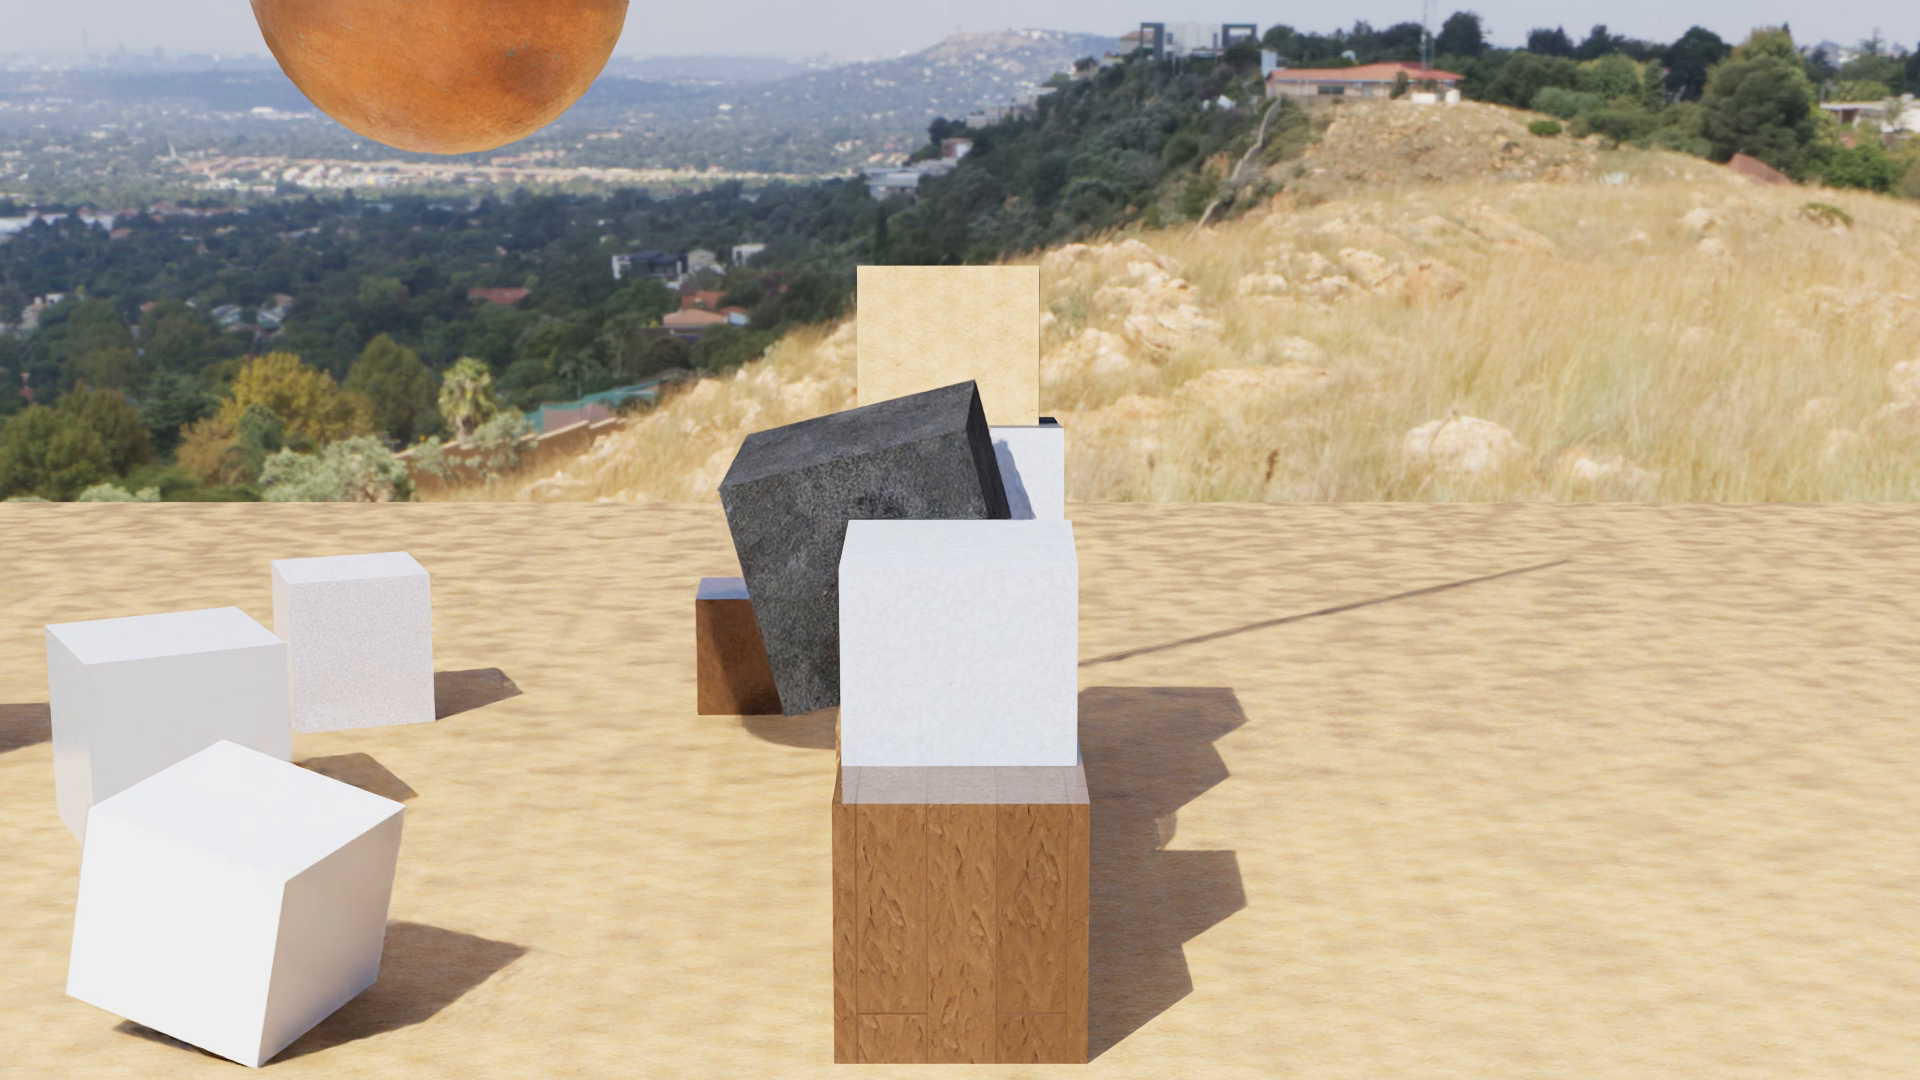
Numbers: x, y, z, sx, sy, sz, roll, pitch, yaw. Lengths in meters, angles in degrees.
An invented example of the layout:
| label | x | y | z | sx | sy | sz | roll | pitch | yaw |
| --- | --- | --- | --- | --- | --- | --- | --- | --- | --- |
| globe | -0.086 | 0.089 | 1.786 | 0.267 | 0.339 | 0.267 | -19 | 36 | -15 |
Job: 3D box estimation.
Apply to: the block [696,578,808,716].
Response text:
| label | x | y | z | sx | sy | sz | roll | pitch | yaw |
| --- | --- | --- | --- | --- | --- | --- | --- | --- | --- |
| block | -1.161 | 0.591 | 14.475 | 0.613 | 0.658 | 0.619 | 0 | 10 | -2 |

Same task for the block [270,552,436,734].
| label | x | y | z | sx | sy | sz | roll | pitch | yaw |
| --- | --- | --- | --- | --- | --- | --- | --- | --- | --- |
| block | -3.366 | 0.554 | 14.213 | 0.750 | 0.824 | 0.725 | -4 | 11 | -22 |

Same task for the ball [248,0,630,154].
| label | x | y | z | sx | sy | sz | roll | pitch | yaw |
| --- | --- | --- | --- | --- | --- | --- | --- | --- | --- |
| ball | -2.174 | -2.421 | 10.740 | 1.600 | 1.600 | 1.600 | 0 | 10 | 0 |

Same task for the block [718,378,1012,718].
| label | x | y | z | sx | sy | sz | roll | pitch | yaw |
| --- | --- | --- | --- | --- | --- | --- | --- | --- | --- |
| block | -0.321 | 0.018 | 10.608 | 1.008 | 0.984 | 0.904 | -13 | 15 | 7 |

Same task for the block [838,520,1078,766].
| label | x | y | z | sx | sy | sz | roll | pitch | yaw |
| --- | --- | --- | --- | --- | --- | --- | --- | --- | --- |
| block | -0.002 | 0.380 | 9.811 | 0.873 | 0.758 | 0.761 | 0 | 14 | 0 |

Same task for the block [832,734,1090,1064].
| label | x | y | z | sx | sy | sz | roll | pitch | yaw |
| --- | --- | --- | --- | --- | --- | --- | --- | --- | --- |
| block | 0.003 | 1.319 | 9.603 | 0.910 | 0.968 | 0.966 | 0 | 10 | 0 |

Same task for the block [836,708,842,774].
| label | x | y | z | sx | sy | sz | roll | pitch | yaw |
| --- | --- | --- | --- | --- | --- | --- | --- | --- | --- |
| block | -0.018 | 1.141 | 10.501 | 0.933 | 0.998 | 0.845 | 0 | 10 | 0 |

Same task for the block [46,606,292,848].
| label | x | y | z | sx | sy | sz | roll | pitch | yaw |
| --- | --- | --- | --- | --- | --- | --- | --- | --- | --- |
| block | -3.713 | 0.895 | 12.047 | 0.894 | 0.929 | 0.946 | -6 | 12 | -29 |

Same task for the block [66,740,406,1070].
| label | x | y | z | sx | sy | sz | roll | pitch | yaw |
| --- | --- | --- | --- | --- | --- | --- | --- | --- | --- |
| block | -2.677 | 1.330 | 9.530 | 0.807 | 0.754 | 0.828 | 17 | 18 | 14 |

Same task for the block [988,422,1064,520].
| label | x | y | z | sx | sy | sz | roll | pitch | yaw |
| --- | --- | --- | --- | --- | --- | --- | --- | --- | --- |
| block | 0.011 | -0.080 | 11.595 | 0.886 | 0.874 | 0.856 | 0 | 4 | 0 |

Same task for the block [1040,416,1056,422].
| label | x | y | z | sx | sy | sz | roll | pitch | yaw |
| --- | --- | --- | --- | --- | --- | --- | --- | --- | --- |
| block | 0.011 | -0.119 | 12.502 | 0.915 | 0.926 | 0.944 | 0 | 5 | 0 |

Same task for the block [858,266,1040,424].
| label | x | y | z | sx | sy | sz | roll | pitch | yaw |
| --- | --- | --- | --- | --- | --- | --- | --- | --- | --- |
| block | -0.039 | -0.914 | 12.079 | 0.824 | 0.720 | 0.871 | 0 | 4 | 2 |
